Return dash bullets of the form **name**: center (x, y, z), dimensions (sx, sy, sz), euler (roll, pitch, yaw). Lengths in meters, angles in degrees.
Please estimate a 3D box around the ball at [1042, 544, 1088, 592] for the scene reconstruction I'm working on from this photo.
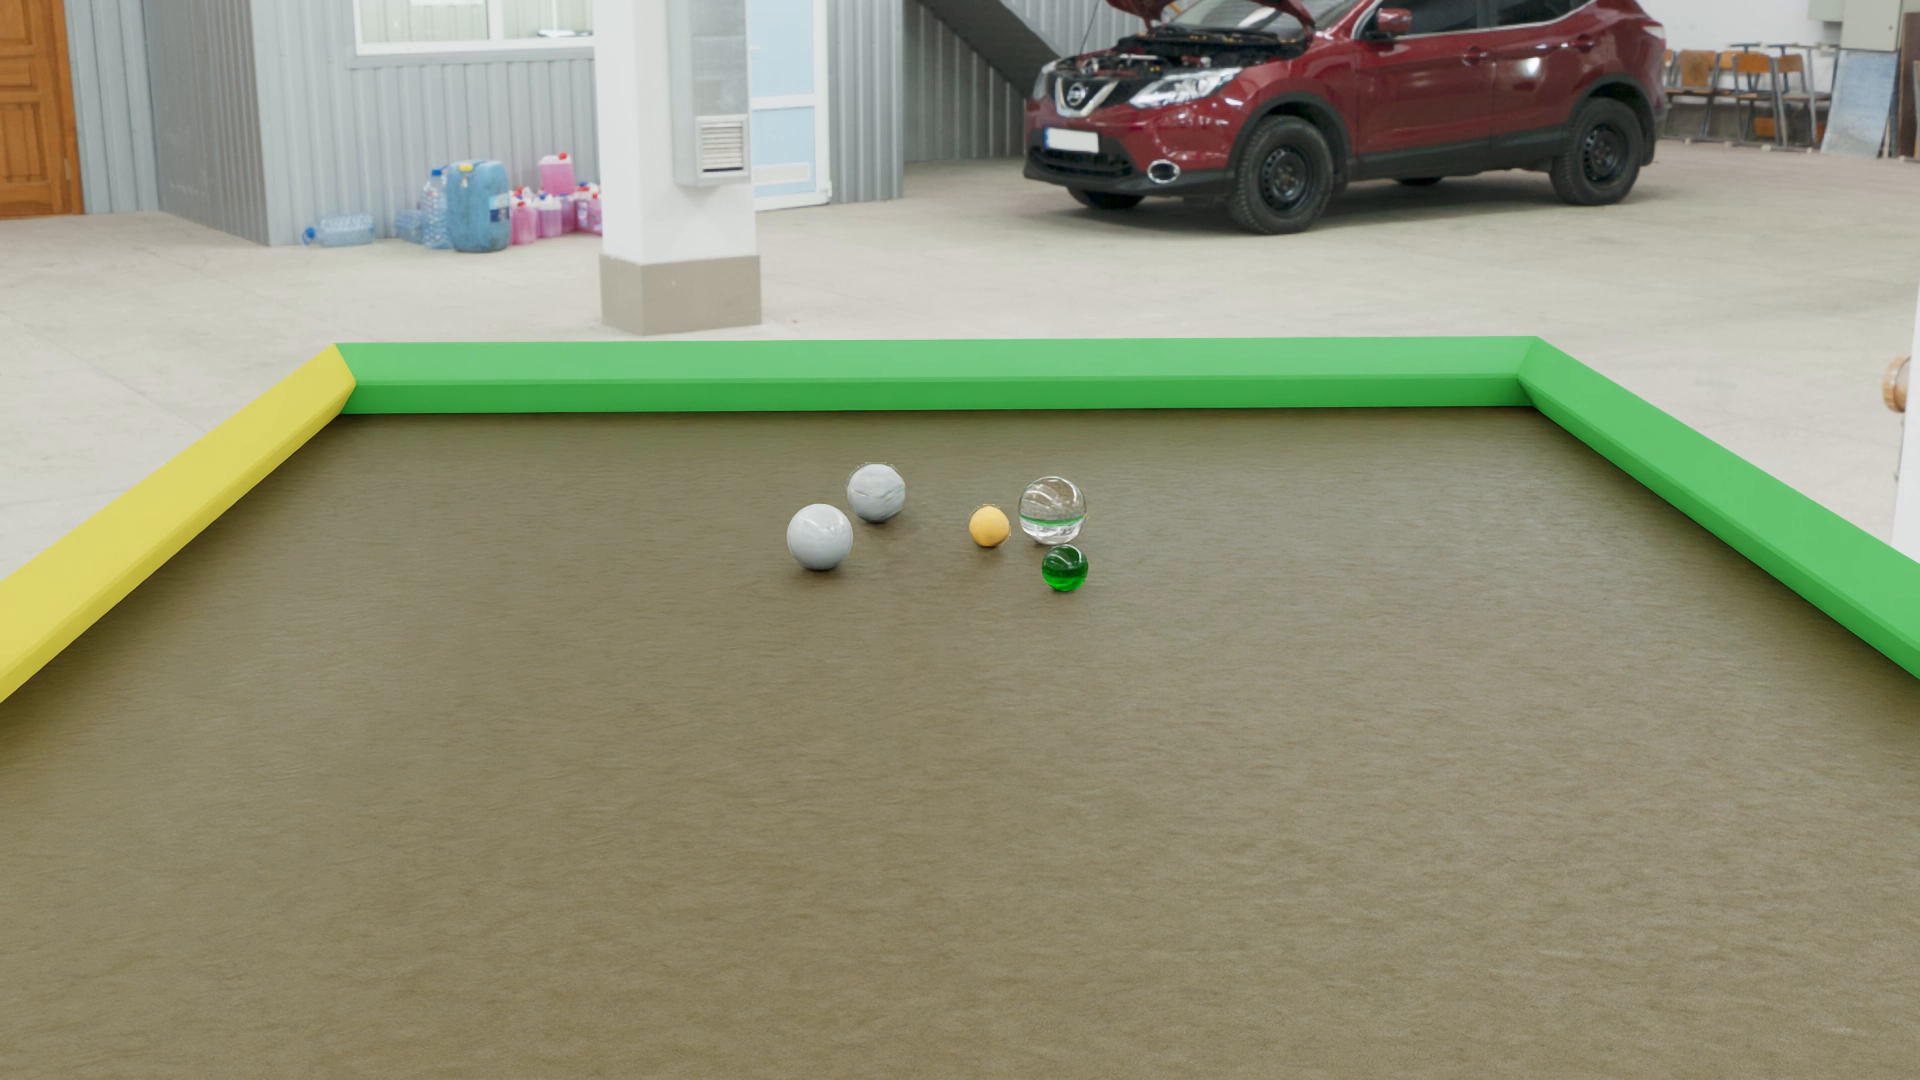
- **ball**: center (0.134, 0.035, 2.802), dimensions (0.060, 0.060, 0.060), euler (0, 15, 0)

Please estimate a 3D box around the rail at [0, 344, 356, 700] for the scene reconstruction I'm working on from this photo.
- **rail**: center (-1.005, 0.252, 1.868), dimensions (0.045, 0.124, 4.135), euler (0, 15, -2)

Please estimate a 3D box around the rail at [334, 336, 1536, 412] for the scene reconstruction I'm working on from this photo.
- **rail**: center (-0.033, -0.287, 3.874), dimensions (2.126, 0.124, 0.045), euler (0, 15, -2)

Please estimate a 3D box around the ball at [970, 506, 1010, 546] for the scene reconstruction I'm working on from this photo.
- **ball**: center (0.040, -0.018, 3.011), dimensions (0.055, 0.055, 0.055), euler (0, 15, 0)

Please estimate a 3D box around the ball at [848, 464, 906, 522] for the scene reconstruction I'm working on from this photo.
- **ball**: center (-0.119, -0.067, 3.135), dimensions (0.084, 0.084, 0.084), euler (0, 15, 0)

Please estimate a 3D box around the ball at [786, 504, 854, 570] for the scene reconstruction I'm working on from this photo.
- **ball**: center (-0.184, -0.004, 2.896), dimensions (0.088, 0.088, 0.088), euler (0, 15, 0)

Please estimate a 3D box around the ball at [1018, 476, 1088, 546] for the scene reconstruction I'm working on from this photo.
- **ball**: center (0.127, -0.040, 3.014), dimensions (0.096, 0.096, 0.096), euler (0, 15, 0)

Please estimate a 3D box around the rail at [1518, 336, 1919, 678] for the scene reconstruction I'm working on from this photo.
- **rail**: center (1.073, 0.235, 1.934), dimensions (0.045, 0.124, 4.135), euler (0, 15, -2)
